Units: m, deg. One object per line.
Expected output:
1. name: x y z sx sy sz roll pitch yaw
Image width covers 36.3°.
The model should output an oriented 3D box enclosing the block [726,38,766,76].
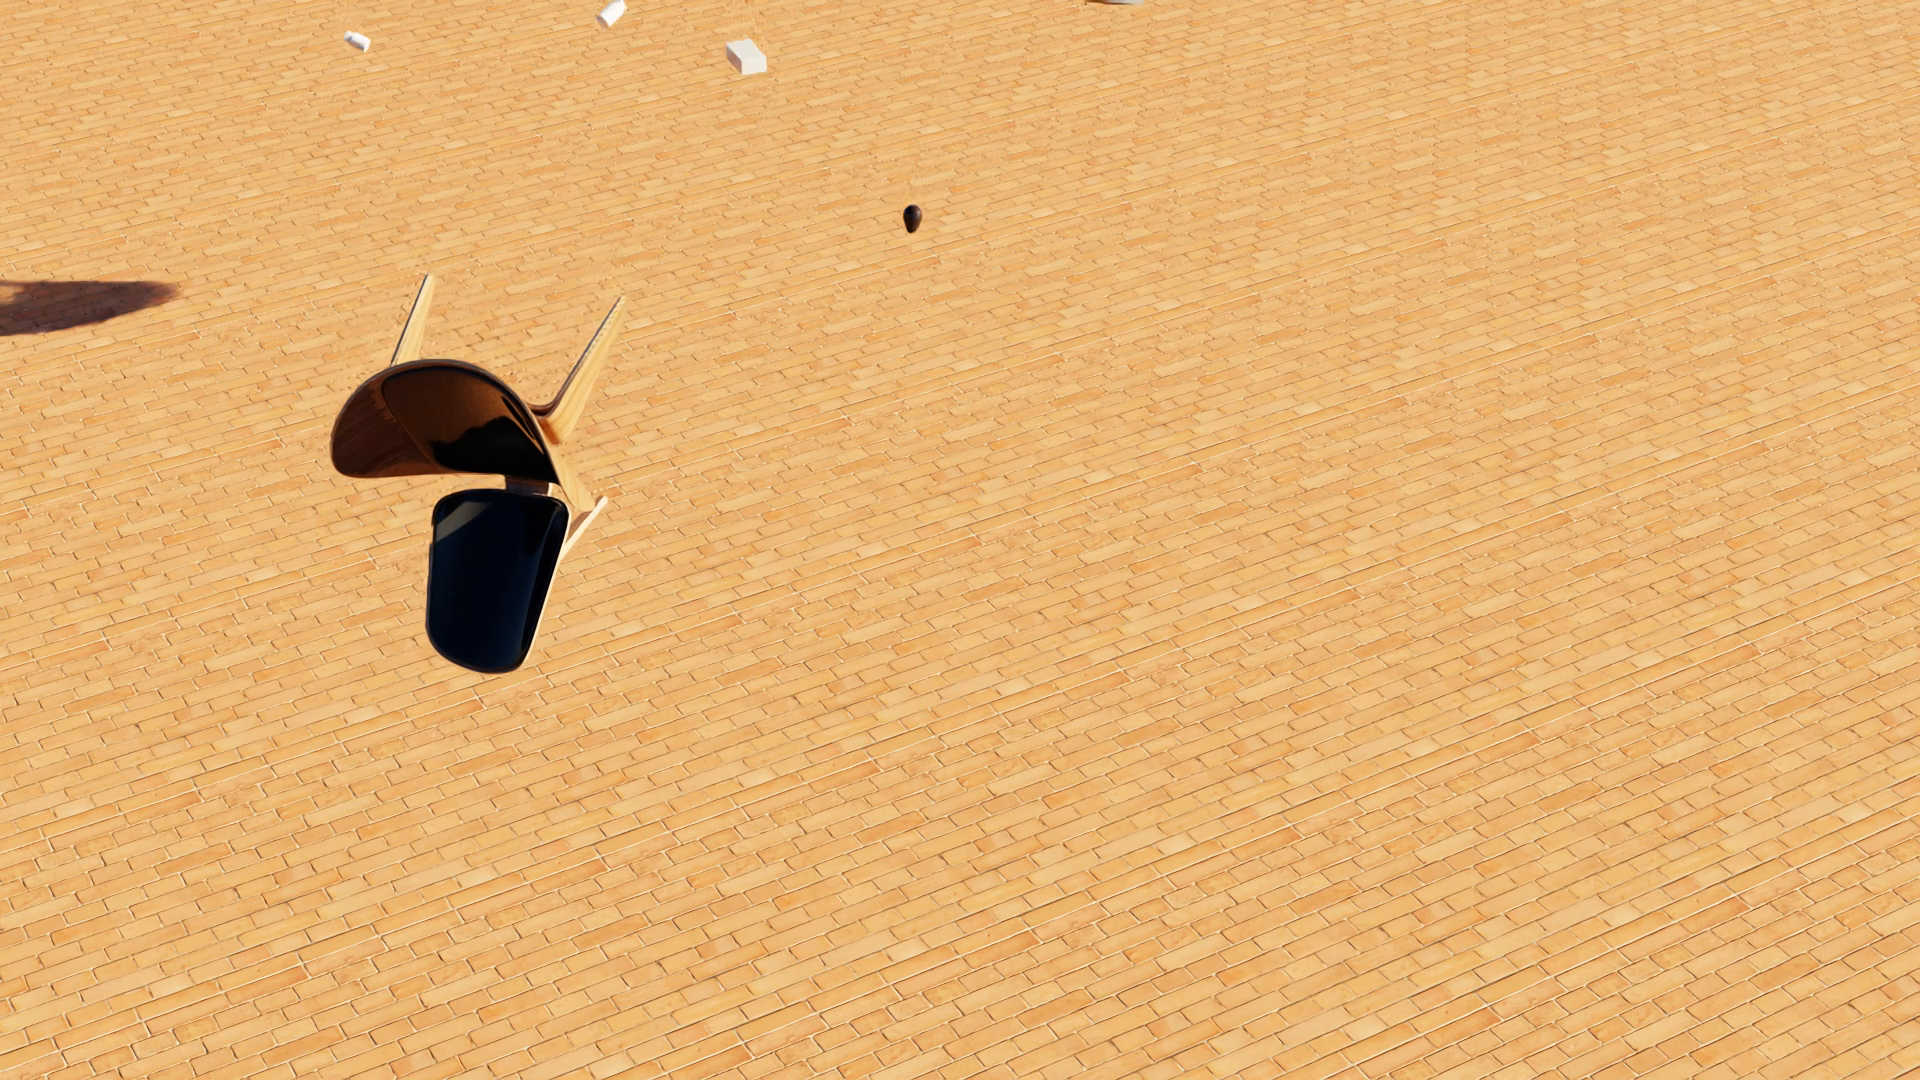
1. block: -0.613 -1.381 8.383 0.074 0.047 0.124 -14 38 -21
